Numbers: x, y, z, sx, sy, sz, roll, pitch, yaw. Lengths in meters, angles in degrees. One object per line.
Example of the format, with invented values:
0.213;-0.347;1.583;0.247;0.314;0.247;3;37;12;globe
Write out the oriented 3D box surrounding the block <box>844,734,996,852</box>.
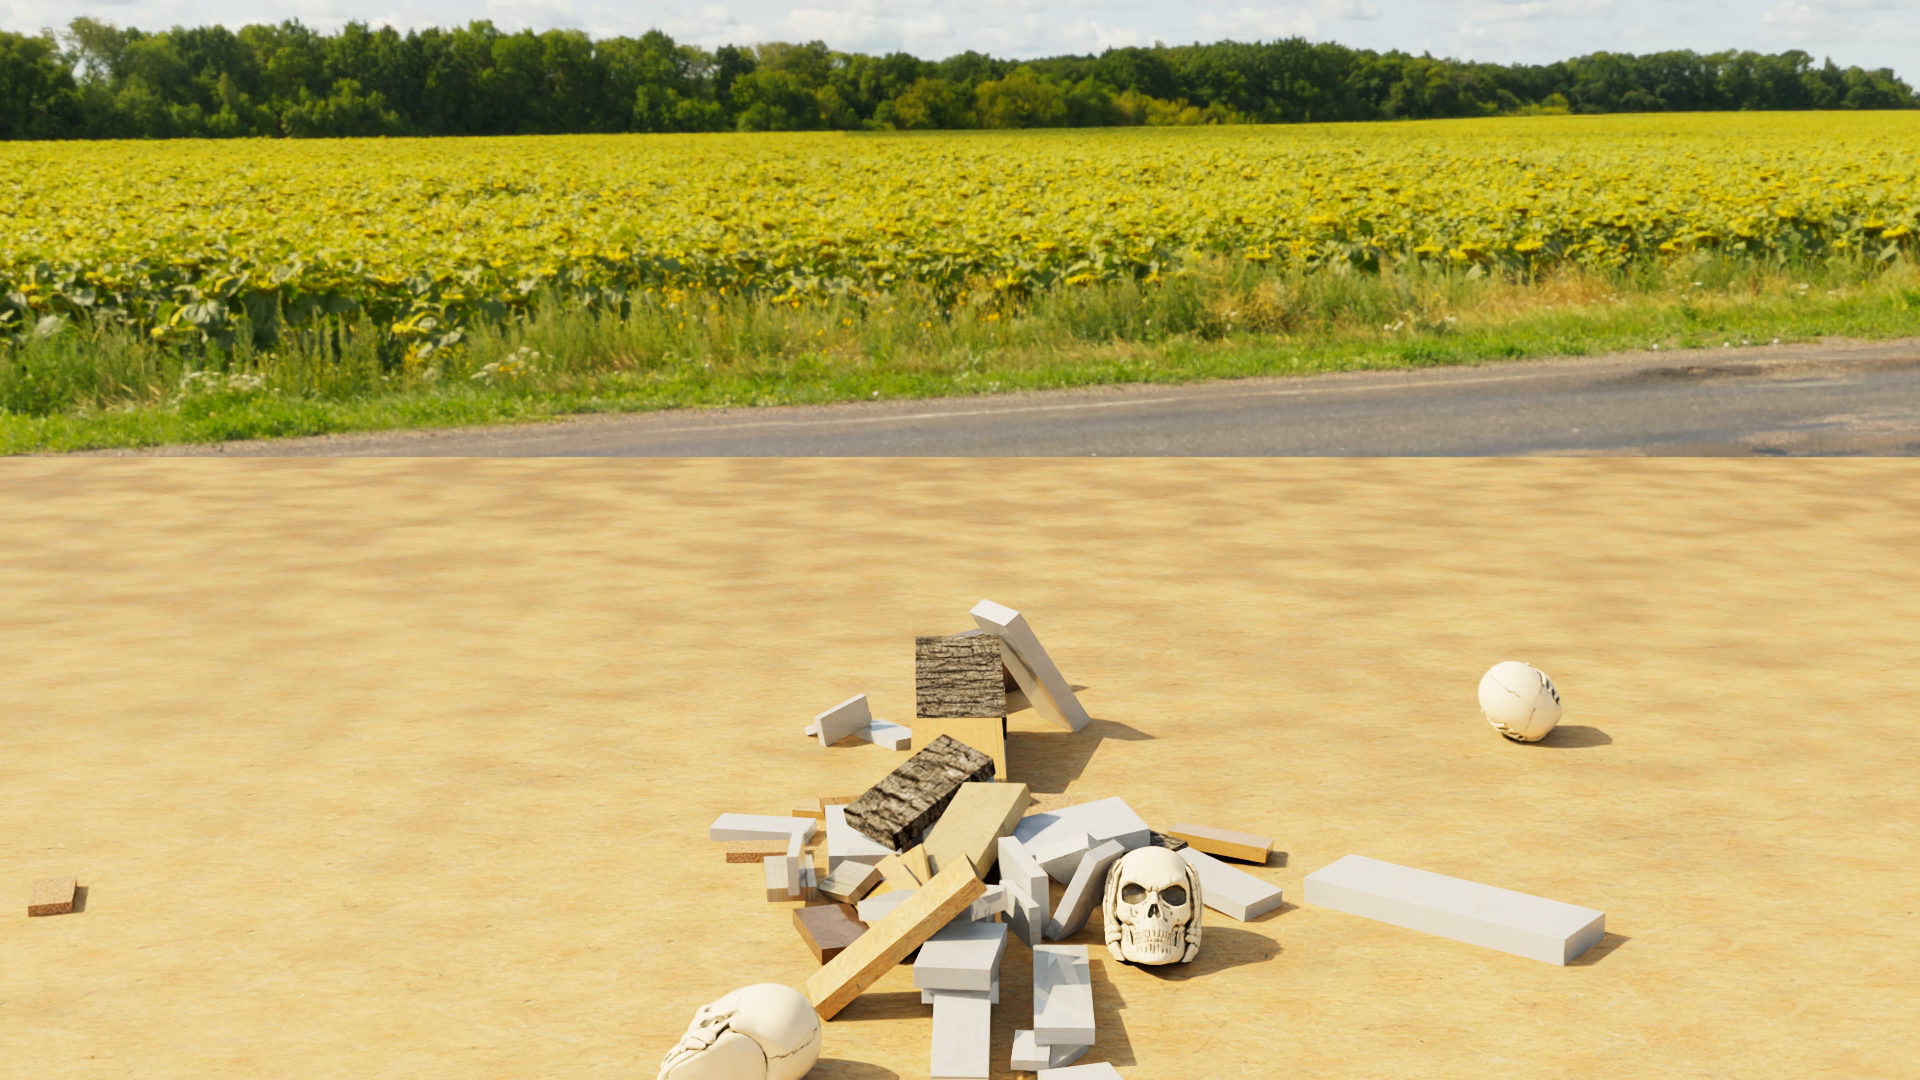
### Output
-0.070;0.442;3.869;0.126;0.036;0.251;22;45;41;block

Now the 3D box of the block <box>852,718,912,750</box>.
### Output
-0.149;0.407;4.595;0.078;0.022;0.157;-8;13;-37;block

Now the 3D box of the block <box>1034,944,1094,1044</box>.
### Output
0.148;0.653;3.178;0.082;0.023;0.396;0;6;2;block

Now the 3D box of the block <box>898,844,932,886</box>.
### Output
-0.076;0.570;3.554;0.067;0.019;0.260;-32;18;4;block

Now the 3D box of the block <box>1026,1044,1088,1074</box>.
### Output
0.128;0.705;3.009;0.050;0.014;0.101;7;13;33;block

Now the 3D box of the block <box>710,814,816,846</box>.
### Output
-0.354;0.522;3.965;0.175;0.025;0.088;2;11;10;block

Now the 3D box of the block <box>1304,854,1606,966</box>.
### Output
0.791;0.591;3.543;0.453;0.043;0.153;8;13;38;block

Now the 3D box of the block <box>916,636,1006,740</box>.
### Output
-0.001;0.295;4.444;0.175;0.050;0.351;-1;24;-1;block

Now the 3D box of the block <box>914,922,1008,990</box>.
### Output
0.002;0.590;3.129;0.107;0.030;0.214;1;7;7;block

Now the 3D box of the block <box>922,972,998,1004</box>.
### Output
0.002;0.637;3.164;0.107;0.030;0.214;0;-4;1;block

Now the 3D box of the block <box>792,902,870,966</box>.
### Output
-0.195;0.617;3.451;0.093;0.026;0.186;-3;11;-18;block

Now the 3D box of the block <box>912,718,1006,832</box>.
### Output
-0.004;0.440;4.123;0.176;0.050;0.351;0;24;-1;block

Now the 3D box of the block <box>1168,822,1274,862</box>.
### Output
0.457;0.529;3.857;0.175;0.025;0.088;9;6;16;block

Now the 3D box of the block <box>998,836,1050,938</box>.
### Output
0.103;0.559;3.554;0.029;0.101;0.203;-5;11;-13;block

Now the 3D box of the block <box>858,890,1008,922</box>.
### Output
-0.041;0.547;3.296;0.202;0.029;0.101;-6;-1;33;block

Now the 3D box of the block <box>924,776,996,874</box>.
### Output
-0.001;0.489;3.860;0.126;0.036;0.251;0;33;0;block

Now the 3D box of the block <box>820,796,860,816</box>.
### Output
-0.199;0.490;4.072;0.115;0.016;0.058;-2;11;-11;block

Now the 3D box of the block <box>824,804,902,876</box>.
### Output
-0.173;0.529;3.898;0.126;0.036;0.288;-1;11;-5;block

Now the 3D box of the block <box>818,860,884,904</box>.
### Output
-0.180;0.560;3.598;0.067;0.019;0.134;-44;15;-21;block

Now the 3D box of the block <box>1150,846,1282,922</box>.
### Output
0.422;0.567;3.632;0.199;0.028;0.099;21;23;41;block

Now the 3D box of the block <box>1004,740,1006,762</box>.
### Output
0.002;0.396;4.346;0.175;0.050;0.351;0;25;1;block

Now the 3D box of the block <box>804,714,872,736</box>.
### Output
-0.256;0.387;4.638;0.128;0.018;0.064;-9;-9;-33;block

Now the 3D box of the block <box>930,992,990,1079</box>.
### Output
0.002;0.677;2.978;0.077;0.022;0.154;1;33;1;block

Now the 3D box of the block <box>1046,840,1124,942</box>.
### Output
0.196;0.551;3.450;0.023;0.165;0.082;36;28;25;block

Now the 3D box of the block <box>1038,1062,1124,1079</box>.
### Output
0.179;0.731;2.833;0.099;0.028;0.199;-3;11;-16;block

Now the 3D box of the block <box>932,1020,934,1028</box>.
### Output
0.000;0.695;3.042;0.077;0.022;0.154;0;11;0;block

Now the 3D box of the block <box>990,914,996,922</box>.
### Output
0.017;0.595;3.422;0.070;0.020;0.140;0;-5;3;block

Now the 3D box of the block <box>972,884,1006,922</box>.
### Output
0.023;0.563;3.401;0.070;0.020;0.140;1;8;13;block

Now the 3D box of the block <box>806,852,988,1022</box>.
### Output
-0.093;0.573;3.184;0.299;0.028;0.099;-39;15;0;block

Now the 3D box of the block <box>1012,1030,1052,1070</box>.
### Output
0.098;0.694;2.992;0.050;0.014;0.101;1;10;5;block

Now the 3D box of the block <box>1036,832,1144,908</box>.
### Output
0.209;0.530;3.527;0.093;0.026;0.186;-23;-40;23;block

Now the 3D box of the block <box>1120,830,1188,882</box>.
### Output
0.291;0.548;3.728;0.186;0.026;0.093;-22;21;-38;block

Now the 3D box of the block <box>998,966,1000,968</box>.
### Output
0.004;0.615;3.316;0.107;0.030;0.214;0;-3;0;block

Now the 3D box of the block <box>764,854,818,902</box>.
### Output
-0.287;0.570;3.711;0.082;0.023;0.165;-1;11;-7;block

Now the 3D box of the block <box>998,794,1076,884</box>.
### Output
0.136;0.517;3.829;0.126;0.036;0.252;1;22;4;block

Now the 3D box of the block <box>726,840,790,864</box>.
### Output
-0.341;0.546;3.855;0.133;0.019;0.067;0;11;-2;block

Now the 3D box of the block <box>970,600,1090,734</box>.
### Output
0.149;0.266;4.655;0.043;0.307;0.153;-41;26;-16;block

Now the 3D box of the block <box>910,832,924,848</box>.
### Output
-0.025;0.529;3.848;0.115;0.016;0.058;-10;36;-14;block

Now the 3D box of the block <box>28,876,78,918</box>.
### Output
-1.497;0.588;3.629;0.067;0.019;0.133;-3;11;-18;block

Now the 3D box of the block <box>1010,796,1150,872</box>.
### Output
0.183;0.506;3.754;0.252;0.036;0.126;-10;23;-19;block

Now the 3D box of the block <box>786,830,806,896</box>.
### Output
-0.271;0.535;3.650;0.019;0.067;0.134;-2;11;0;block

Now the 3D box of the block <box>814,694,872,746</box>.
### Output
-0.243;0.375;4.578;0.128;0.064;0.018;-25;23;-38;block

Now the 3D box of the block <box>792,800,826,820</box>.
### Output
-0.248;0.504;4.085;0.115;0.016;0.058;2;11;13;block

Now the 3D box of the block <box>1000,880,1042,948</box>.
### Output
0.095;0.591;3.480;0.019;0.067;0.133;-6;12;-18;block

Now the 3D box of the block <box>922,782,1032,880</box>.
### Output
0.013;0.504;3.715;0.126;0.036;0.251;-3;32;32;block

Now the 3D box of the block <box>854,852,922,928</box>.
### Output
-0.107;0.578;3.493;0.101;0.029;0.287;-36;16;-7;block

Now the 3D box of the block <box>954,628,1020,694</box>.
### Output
0.025;0.283;4.901;0.043;0.153;0.307;8;13;38;block
